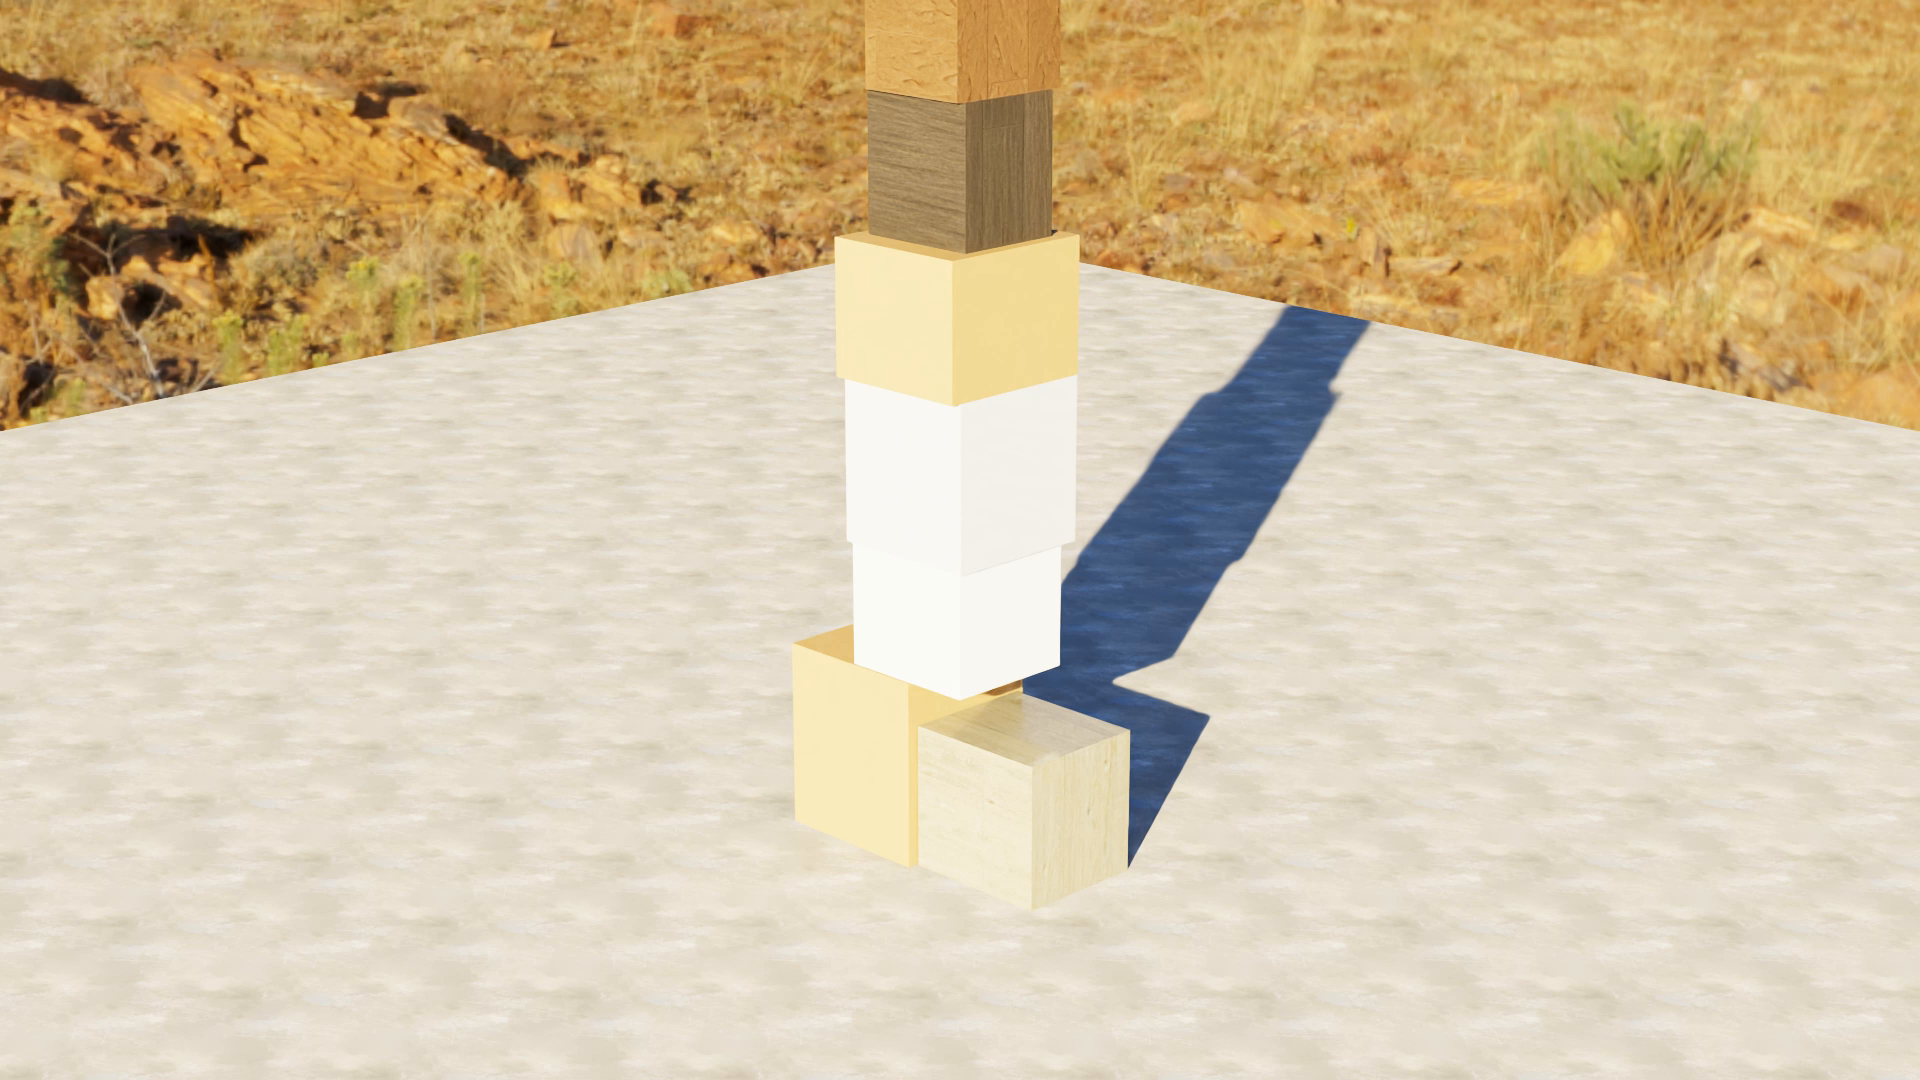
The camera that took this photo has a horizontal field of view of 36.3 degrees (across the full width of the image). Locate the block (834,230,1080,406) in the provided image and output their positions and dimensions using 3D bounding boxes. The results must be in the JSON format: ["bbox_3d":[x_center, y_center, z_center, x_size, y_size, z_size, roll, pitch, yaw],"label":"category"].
[{"bbox_3d":[-0.011,-1.037,13.004,0.792,0.634,0.731,-17,24,-42],"label":"block"}]

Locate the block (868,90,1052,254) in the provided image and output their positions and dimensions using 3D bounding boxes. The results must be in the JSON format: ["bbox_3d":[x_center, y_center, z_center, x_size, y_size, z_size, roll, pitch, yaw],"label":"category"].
[{"bbox_3d":[0.000,-1.651,12.822,0.536,0.645,0.604,-17,24,-42],"label":"block"}]

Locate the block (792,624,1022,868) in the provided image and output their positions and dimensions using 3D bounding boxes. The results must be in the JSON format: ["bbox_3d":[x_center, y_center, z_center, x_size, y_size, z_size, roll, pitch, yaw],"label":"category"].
[{"bbox_3d":[-0.247,0.919,13.912,0.748,0.904,0.783,-17,24,-42],"label":"block"}]

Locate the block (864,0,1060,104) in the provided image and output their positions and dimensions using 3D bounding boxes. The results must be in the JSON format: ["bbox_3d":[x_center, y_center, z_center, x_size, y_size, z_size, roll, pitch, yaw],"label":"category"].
[{"bbox_3d":[0.013,-2.235,12.653,0.631,0.572,0.563,-17,24,-42],"label":"block"}]

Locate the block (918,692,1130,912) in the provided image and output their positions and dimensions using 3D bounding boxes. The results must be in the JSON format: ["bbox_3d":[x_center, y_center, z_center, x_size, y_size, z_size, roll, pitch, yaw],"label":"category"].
[{"bbox_3d":[0.290,1.183,13.429,0.642,0.689,0.720,-17,24,-42],"label":"block"}]

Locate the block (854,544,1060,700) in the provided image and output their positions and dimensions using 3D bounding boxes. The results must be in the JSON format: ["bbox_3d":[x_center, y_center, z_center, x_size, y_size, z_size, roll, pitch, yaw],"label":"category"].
[{"bbox_3d":[-0.014,0.291,13.419,0.649,0.591,0.687,-17,24,-42],"label":"block"}]

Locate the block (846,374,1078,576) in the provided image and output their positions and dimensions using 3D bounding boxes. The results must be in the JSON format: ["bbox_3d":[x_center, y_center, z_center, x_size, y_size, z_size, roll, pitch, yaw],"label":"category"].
[{"bbox_3d":[0.005,-0.368,13.232,0.735,0.779,0.733,-17,24,-42],"label":"block"}]
